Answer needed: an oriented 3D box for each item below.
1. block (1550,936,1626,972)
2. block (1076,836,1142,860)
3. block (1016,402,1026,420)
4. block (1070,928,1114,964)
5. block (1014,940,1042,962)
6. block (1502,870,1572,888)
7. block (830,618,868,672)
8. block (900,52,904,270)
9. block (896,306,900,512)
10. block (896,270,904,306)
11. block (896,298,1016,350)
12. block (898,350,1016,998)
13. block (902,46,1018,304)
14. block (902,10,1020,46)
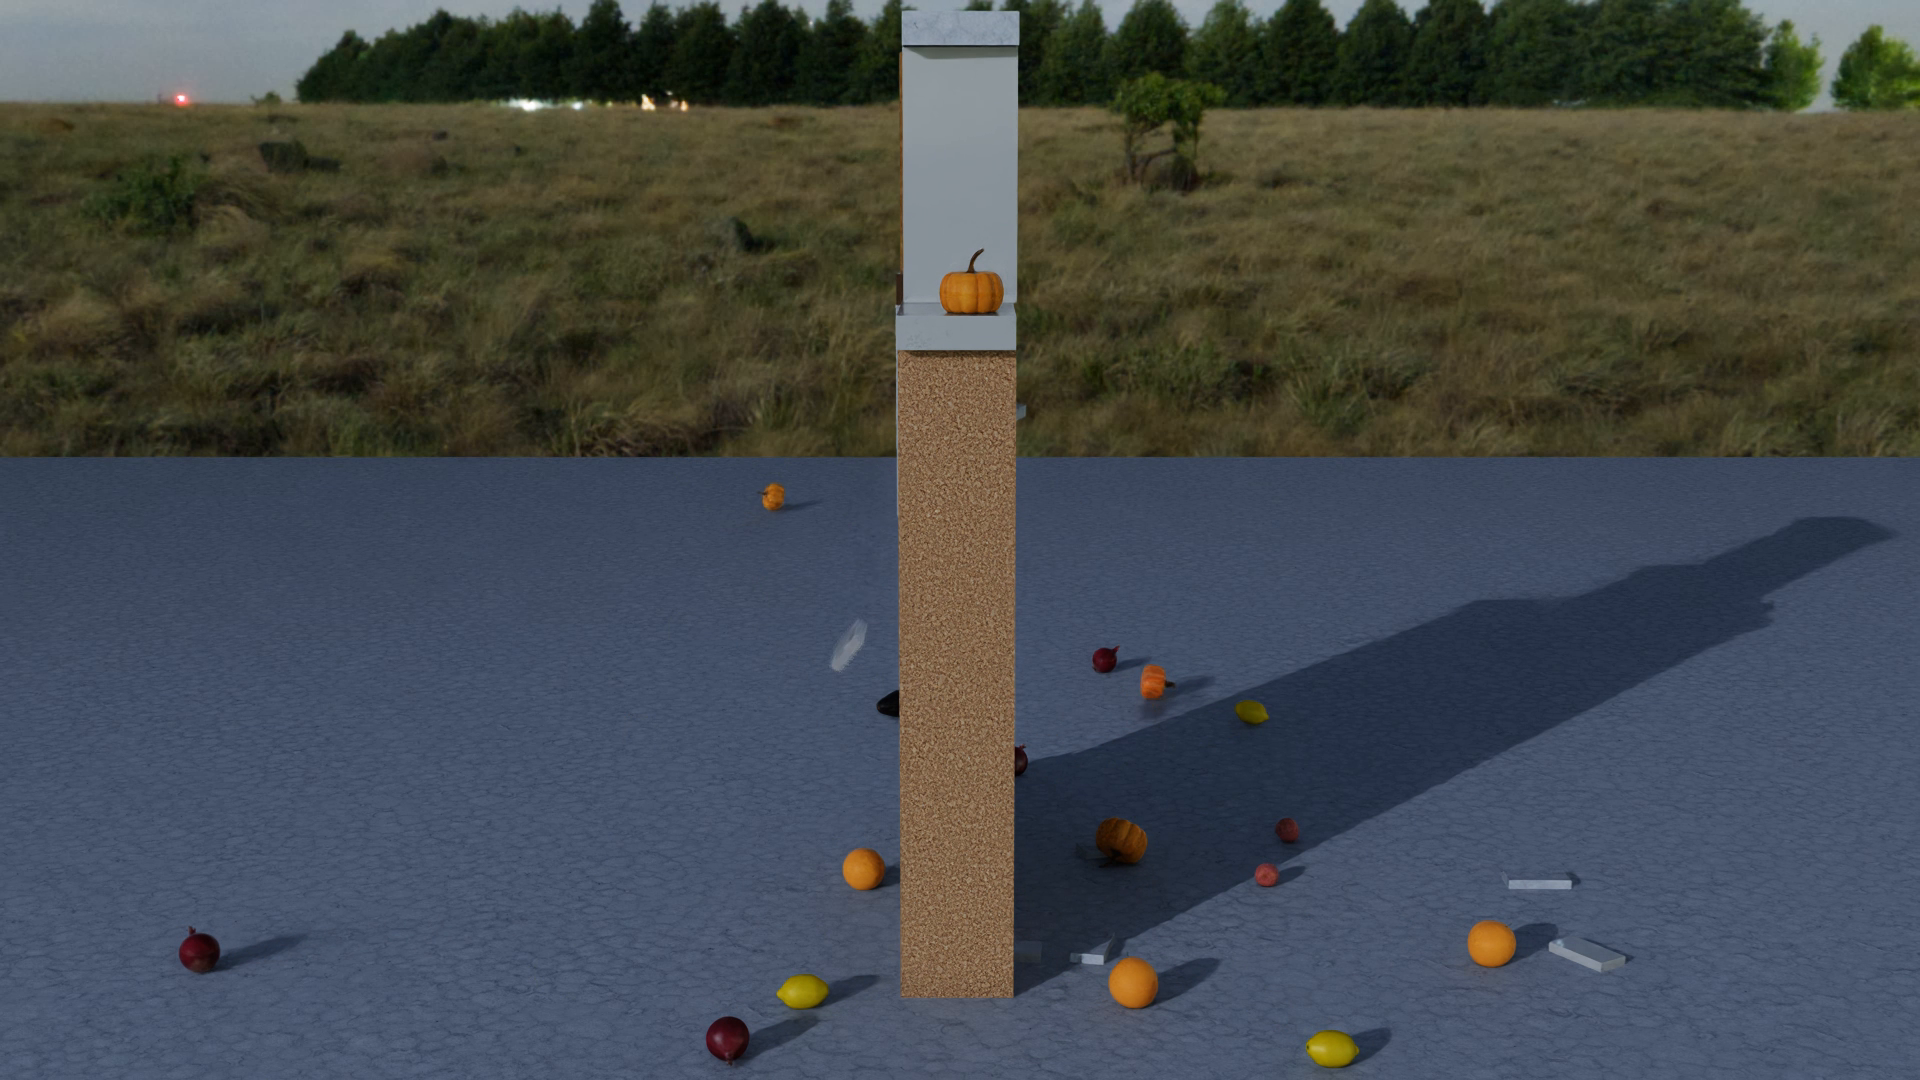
[{"bbox_3d":[0.964,0.636,3.382,0.052,0.015,0.104,-6,12,-31],"label":"block"},{"bbox_3d":[0.262,0.543,3.880,0.104,0.015,0.052,-3,11,-17],"label":"block"},{"bbox_3d":[0.044,-0.212,3.819,0.072,0.020,0.144,17,30,34],"label":"block"},{"bbox_3d":[0.206,0.631,3.410,0.053,0.015,0.105,2,11,13],"label":"block"},{"bbox_3d":[0.072,0.634,3.391,0.105,0.015,0.053,1,11,4],"label":"block"},{"bbox_3d":[0.974,0.574,3.717,0.104,0.015,0.052,0,11,1],"label":"block"},{"bbox_3d":[-0.200,0.190,3.990,0.020,0.072,0.144,38,9,-6],"label":"block"},{"bbox_3d":[-0.009,-0.591,3.433,0.167,0.334,0.047,1,11,3],"label":"block"},{"bbox_3d":[-0.015,-0.204,3.436,0.166,0.332,0.047,0,12,2],"label":"block"},{"bbox_3d":[-0.008,-0.411,3.506,0.166,0.047,0.332,0,11,2],"label":"block"},{"bbox_3d":[-0.005,-0.314,3.177,0.165,0.047,0.330,0,11,0],"label":"block"},{"bbox_3d":[-0.004,0.198,3.164,0.165,0.955,0.047,0,11,0],"label":"block"},{"bbox_3d":[0.001,-0.534,3.225,0.167,0.369,0.047,0,11,2],"label":"block"},{"bbox_3d":[-0.002,-0.757,3.284,0.167,0.047,0.334,0,11,-1],"label":"block"}]
